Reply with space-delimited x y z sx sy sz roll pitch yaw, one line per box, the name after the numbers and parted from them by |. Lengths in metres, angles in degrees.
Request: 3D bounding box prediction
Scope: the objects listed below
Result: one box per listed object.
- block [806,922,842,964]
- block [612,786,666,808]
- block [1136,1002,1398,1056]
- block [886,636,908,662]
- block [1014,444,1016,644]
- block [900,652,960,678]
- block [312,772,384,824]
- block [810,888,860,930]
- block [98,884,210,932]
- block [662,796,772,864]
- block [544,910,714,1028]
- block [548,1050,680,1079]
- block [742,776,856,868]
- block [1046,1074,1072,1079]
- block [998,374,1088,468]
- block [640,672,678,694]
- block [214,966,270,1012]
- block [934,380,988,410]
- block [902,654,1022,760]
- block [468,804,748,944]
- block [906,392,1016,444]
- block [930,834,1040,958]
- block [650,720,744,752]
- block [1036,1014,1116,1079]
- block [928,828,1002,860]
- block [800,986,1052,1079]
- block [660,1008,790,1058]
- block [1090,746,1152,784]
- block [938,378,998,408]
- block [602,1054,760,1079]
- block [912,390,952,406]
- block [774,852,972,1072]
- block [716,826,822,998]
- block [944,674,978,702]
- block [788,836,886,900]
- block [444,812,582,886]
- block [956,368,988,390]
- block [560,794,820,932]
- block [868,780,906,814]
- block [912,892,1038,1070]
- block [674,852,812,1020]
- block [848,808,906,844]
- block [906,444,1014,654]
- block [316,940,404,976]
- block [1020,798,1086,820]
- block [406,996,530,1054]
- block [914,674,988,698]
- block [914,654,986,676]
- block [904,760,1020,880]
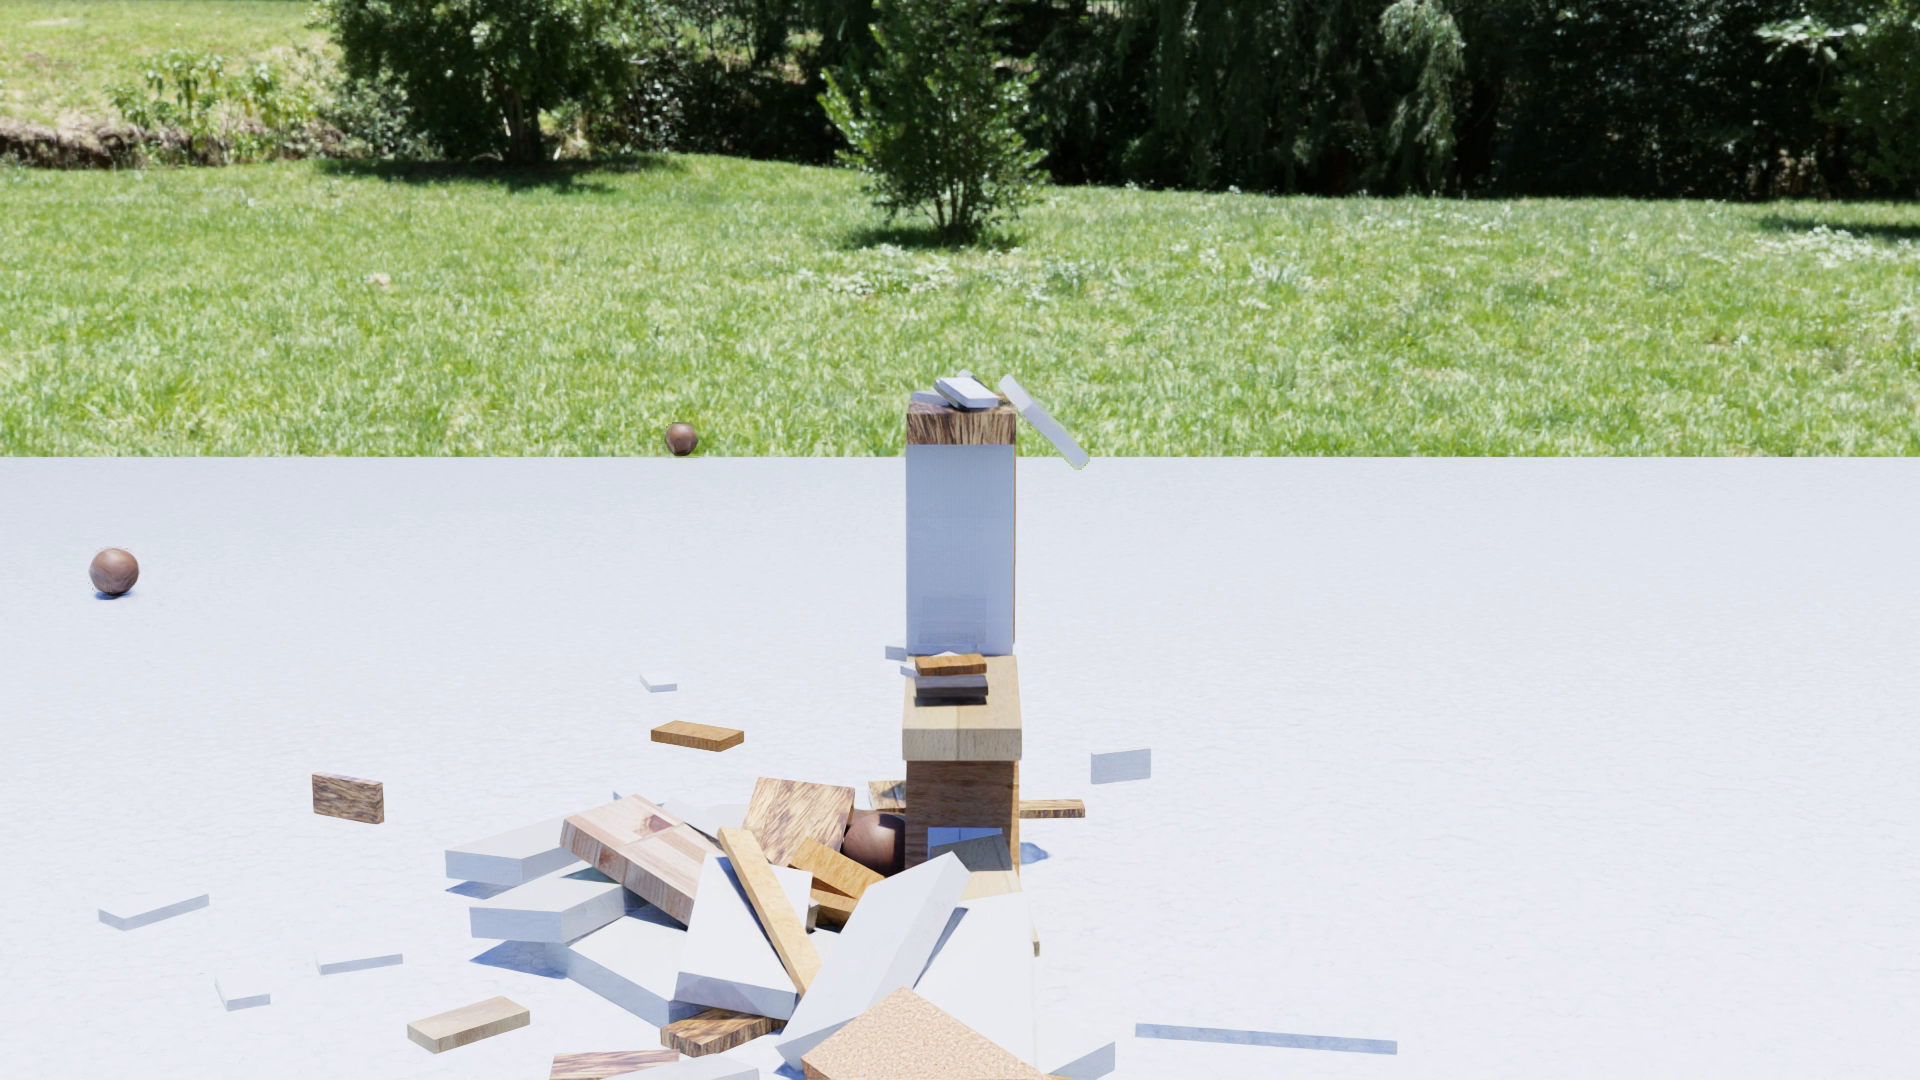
-0.194 0.634 3.361 0.093 0.026 0.185 -7 12 -32 | block
-0.604 0.492 4.150 0.061 0.017 0.121 -6 12 -29 | block
0.430 0.686 3.092 0.361 0.022 0.076 2 11 10 | block
-0.057 0.196 4.128 0.092 0.026 0.184 5 12 25 | block
0.007 -0.010 3.838 0.174 0.390 0.049 4 11 19 | block
-0.038 0.201 3.502 0.105 0.015 0.053 -14 20 -42 | block
-1.133 0.477 4.069 0.152 0.076 0.022 5 12 26 | block
-0.177 0.591 3.444 0.168 0.084 0.024 7 51 34 | block
-1.309 0.597 3.574 0.076 0.022 0.152 8 13 38 | block
-0.395 0.480 3.570 0.185 0.026 0.093 20 -24 40 | block
-0.456 0.638 3.278 0.171 0.048 0.341 -9 14 -40 | block
-0.461 0.713 2.943 0.168 0.024 0.084 -1 11 -5 | block
-0.283 0.514 3.678 0.171 0.048 0.341 6 25 3 | block
0.137 0.716 2.797 0.152 0.022 0.076 11 21 -3 | block
0.140 -0.199 3.680 0.184 0.026 0.092 41 10 -43 | block
-0.693 0.326 5.045 0.061 0.017 0.122 -4 11 -20 | block
-1.058 0.661 3.242 0.061 0.017 0.121 -5 12 -26 | block
0.002 -0.238 3.590 0.055 0.016 0.110 -2 22 -23 | block
0.003 0.256 3.422 0.178 0.050 0.356 0 15 0 | block
-0.514 0.541 3.641 0.171 0.048 0.724 -2 6 26 | block
0.004 -0.205 3.666 0.174 0.049 0.348 0 9 1 | block
0.035 0.535 3.267 0.115 0.033 0.230 -9 37 -9 | block
-0.547 0.408 4.580 0.175 0.025 0.088 6 12 29 | block
0.053 0.708 2.914 0.151 0.043 0.301 9 14 41 | block
0.007 0.551 3.351 0.115 0.229 0.033 0 -31 1 | block
-0.022 0.673 2.676 0.170 0.048 0.339 -30 33 -31 | block
-0.330 0.685 3.095 0.084 0.024 0.168 9 14 41 | block
0.315 0.441 4.303 0.122 0.061 0.017 -4 11 -21 | block
0.013 -0.238 3.549 0.055 0.016 0.110 -3 22 -26 | block
-0.420 0.713 2.785 0.302 0.043 0.151 -7 -2 -28 | block
-0.027 -0.236 3.654 0.055 0.016 0.110 -6 11 -33 | block
-0.117 0.581 3.051 0.170 0.048 0.339 -28 17 35 | block
-0.270 0.547 3.228 0.055 0.016 0.387 13 23 -34 | block
0.000 0.225 3.412 0.053 0.015 0.105 -1 15 -2 | block
-0.184 0.552 3.544 0.185 0.026 0.093 27 25 3 | block
-0.703 0.528 3.774 0.167 0.047 0.334 1 5 30 | block
0.027 -0.258 3.680 0.016 0.055 0.110 -45 13 0 | block
-0.427 0.524 3.454 0.398 0.047 0.167 25 22 29 | block
-0.122 0.490 4.139 0.088 0.025 0.175 -1 11 -7 | block
0.015 0.618 2.956 0.170 0.048 0.483 -9 18 4 | block
-0.315 0.579 3.239 0.167 0.047 0.334 11 21 -4 | block
-0.174 0.517 3.993 0.184 0.026 0.092 3 11 18 | block
-0.001 0.011 3.584 0.174 0.348 0.049 0 7 0 | block
-0.918 0.638 3.361 0.121 0.017 0.061 -4 11 -23 | block
0.169 0.501 4.099 0.122 0.017 0.061 -1 11 -3 | block
-0.693 0.684 3.105 0.152 0.022 0.076 -10 14 -42 | block
-0.014 0.223 3.360 0.110 0.016 0.055 -1 15 -5 | block
-0.015 0.197 3.459 0.105 0.015 0.053 -3 15 -11 | block
0.004 0.462 3.450 0.178 0.355 0.050 0 -20 1 | block
